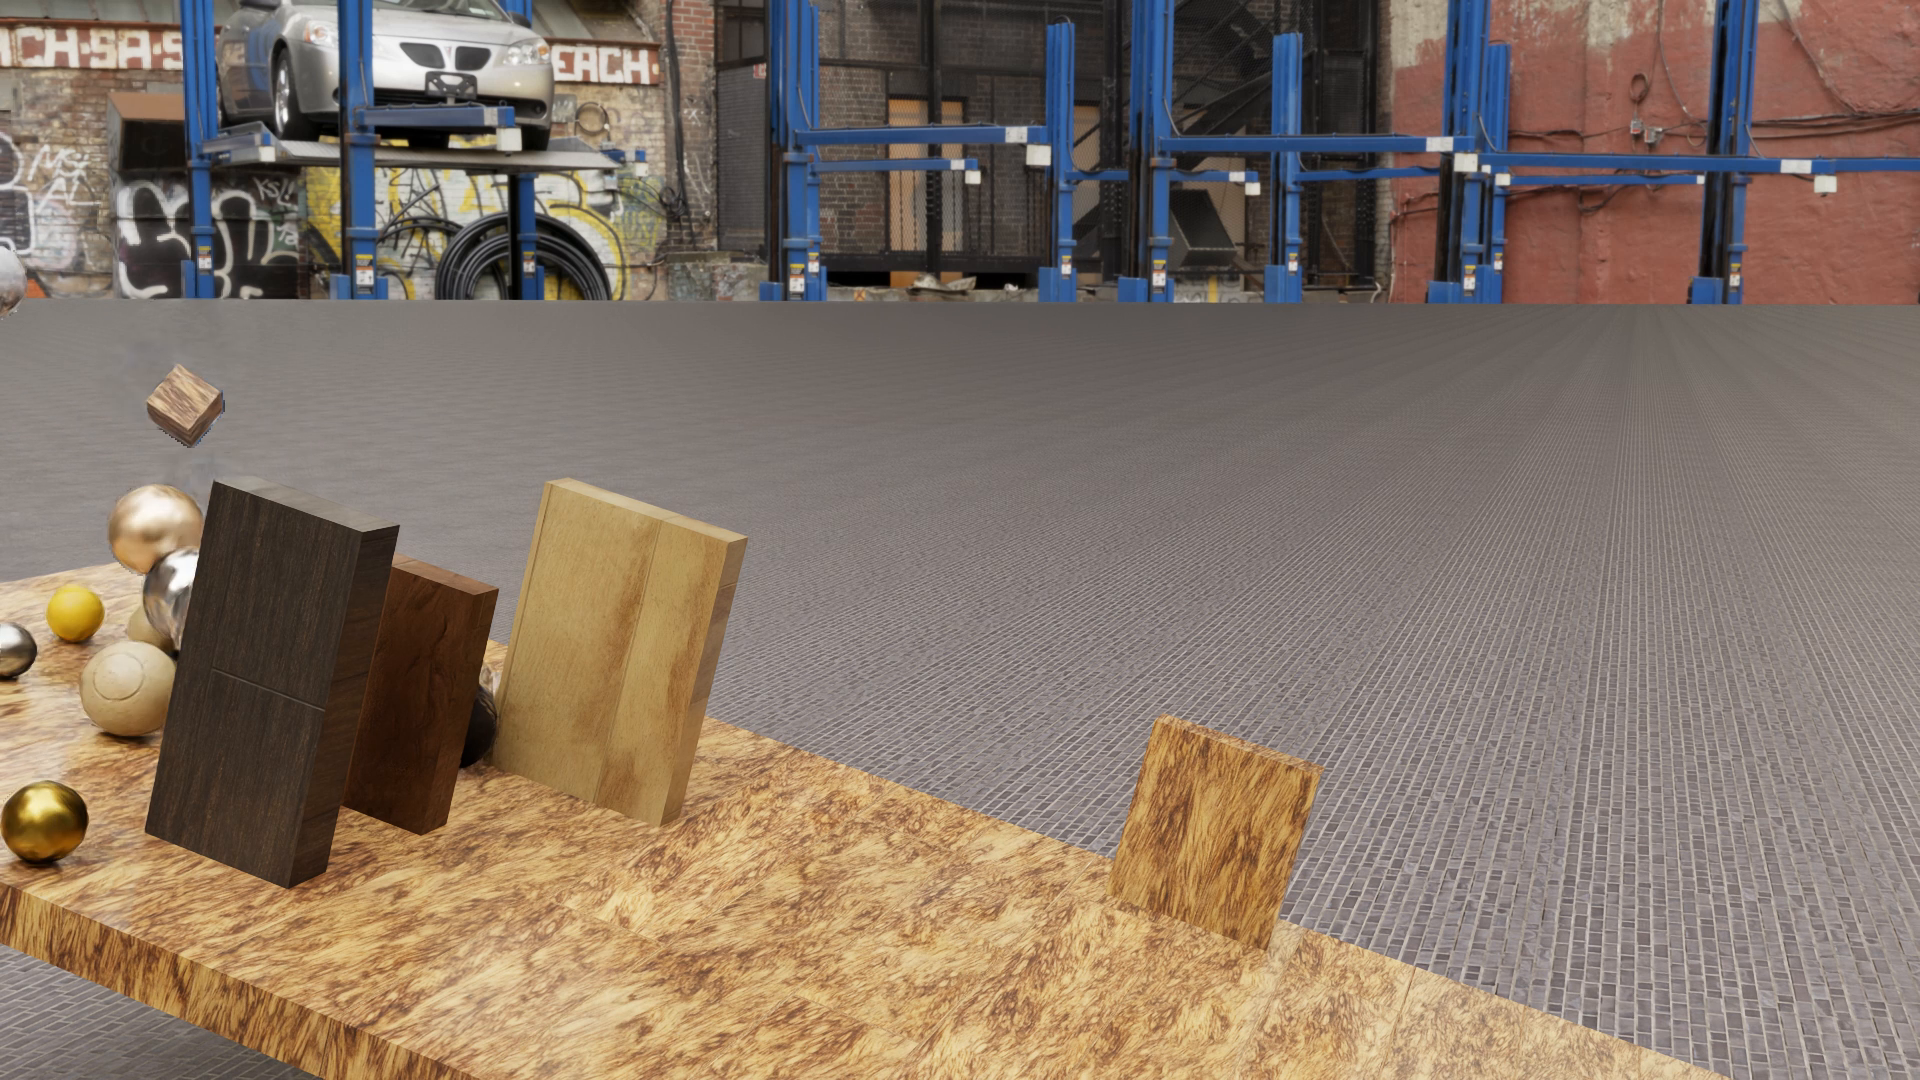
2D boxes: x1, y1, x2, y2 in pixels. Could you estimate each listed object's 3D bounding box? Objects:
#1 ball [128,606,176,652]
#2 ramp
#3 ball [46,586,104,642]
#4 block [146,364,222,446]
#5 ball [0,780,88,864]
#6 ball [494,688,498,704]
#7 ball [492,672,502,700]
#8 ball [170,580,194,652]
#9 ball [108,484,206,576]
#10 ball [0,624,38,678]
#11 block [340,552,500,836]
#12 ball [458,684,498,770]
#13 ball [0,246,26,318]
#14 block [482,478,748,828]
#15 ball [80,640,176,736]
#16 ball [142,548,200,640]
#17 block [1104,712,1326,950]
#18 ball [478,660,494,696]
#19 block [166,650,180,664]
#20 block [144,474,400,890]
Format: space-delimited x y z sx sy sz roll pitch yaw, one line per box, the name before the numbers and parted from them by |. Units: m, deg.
ball | -1.718 0.193 4.713 0.124 0.124 0.124 0 7 0
ramp | -0.384 0.760 4.245 4.000 0.100 2.000 18 11 14
ball | -1.885 0.158 4.684 0.117 0.117 0.117 0 7 0
block | -1.655 -0.287 4.696 0.107 0.107 0.107 34 -23 -3
ball | -1.507 0.464 3.621 0.135 0.135 0.135 0 7 0
ball | -0.945 0.359 4.783 0.140 0.140 0.140 0 7 0
ball | -1.033 0.348 4.874 0.113 0.113 0.113 0 7 0
ball | -1.468 0.165 4.384 0.204 0.204 0.204 0 7 0
ball | -1.698 -0.020 4.652 0.195 0.195 0.195 0 7 0
ball | -1.898 0.221 4.382 0.108 0.108 0.108 0 7 0
block | -1.089 0.278 4.187 0.316 0.482 0.094 18 11 14
ball | -1.047 0.374 4.506 0.198 0.198 0.198 0 7 0
ball | -1.896 -0.503 4.274 0.152 0.152 0.152 0 7 0
block | -0.718 0.230 4.557 0.420 0.617 0.101 18 11 14
ball | -1.600 0.287 4.243 0.185 0.185 0.185 0 7 0
ball | -1.589 0.116 4.557 0.202 0.202 0.202 0 7 0
block | 0.553 0.633 4.783 0.371 0.408 0.085 18 11 14
ball | -1.094 0.314 4.688 0.195 0.195 0.195 0 7 0
block | -1.552 0.291 4.474 0.112 0.112 0.112 18 11 13
block | -1.191 0.243 3.800 0.297 0.645 0.115 18 11 14
